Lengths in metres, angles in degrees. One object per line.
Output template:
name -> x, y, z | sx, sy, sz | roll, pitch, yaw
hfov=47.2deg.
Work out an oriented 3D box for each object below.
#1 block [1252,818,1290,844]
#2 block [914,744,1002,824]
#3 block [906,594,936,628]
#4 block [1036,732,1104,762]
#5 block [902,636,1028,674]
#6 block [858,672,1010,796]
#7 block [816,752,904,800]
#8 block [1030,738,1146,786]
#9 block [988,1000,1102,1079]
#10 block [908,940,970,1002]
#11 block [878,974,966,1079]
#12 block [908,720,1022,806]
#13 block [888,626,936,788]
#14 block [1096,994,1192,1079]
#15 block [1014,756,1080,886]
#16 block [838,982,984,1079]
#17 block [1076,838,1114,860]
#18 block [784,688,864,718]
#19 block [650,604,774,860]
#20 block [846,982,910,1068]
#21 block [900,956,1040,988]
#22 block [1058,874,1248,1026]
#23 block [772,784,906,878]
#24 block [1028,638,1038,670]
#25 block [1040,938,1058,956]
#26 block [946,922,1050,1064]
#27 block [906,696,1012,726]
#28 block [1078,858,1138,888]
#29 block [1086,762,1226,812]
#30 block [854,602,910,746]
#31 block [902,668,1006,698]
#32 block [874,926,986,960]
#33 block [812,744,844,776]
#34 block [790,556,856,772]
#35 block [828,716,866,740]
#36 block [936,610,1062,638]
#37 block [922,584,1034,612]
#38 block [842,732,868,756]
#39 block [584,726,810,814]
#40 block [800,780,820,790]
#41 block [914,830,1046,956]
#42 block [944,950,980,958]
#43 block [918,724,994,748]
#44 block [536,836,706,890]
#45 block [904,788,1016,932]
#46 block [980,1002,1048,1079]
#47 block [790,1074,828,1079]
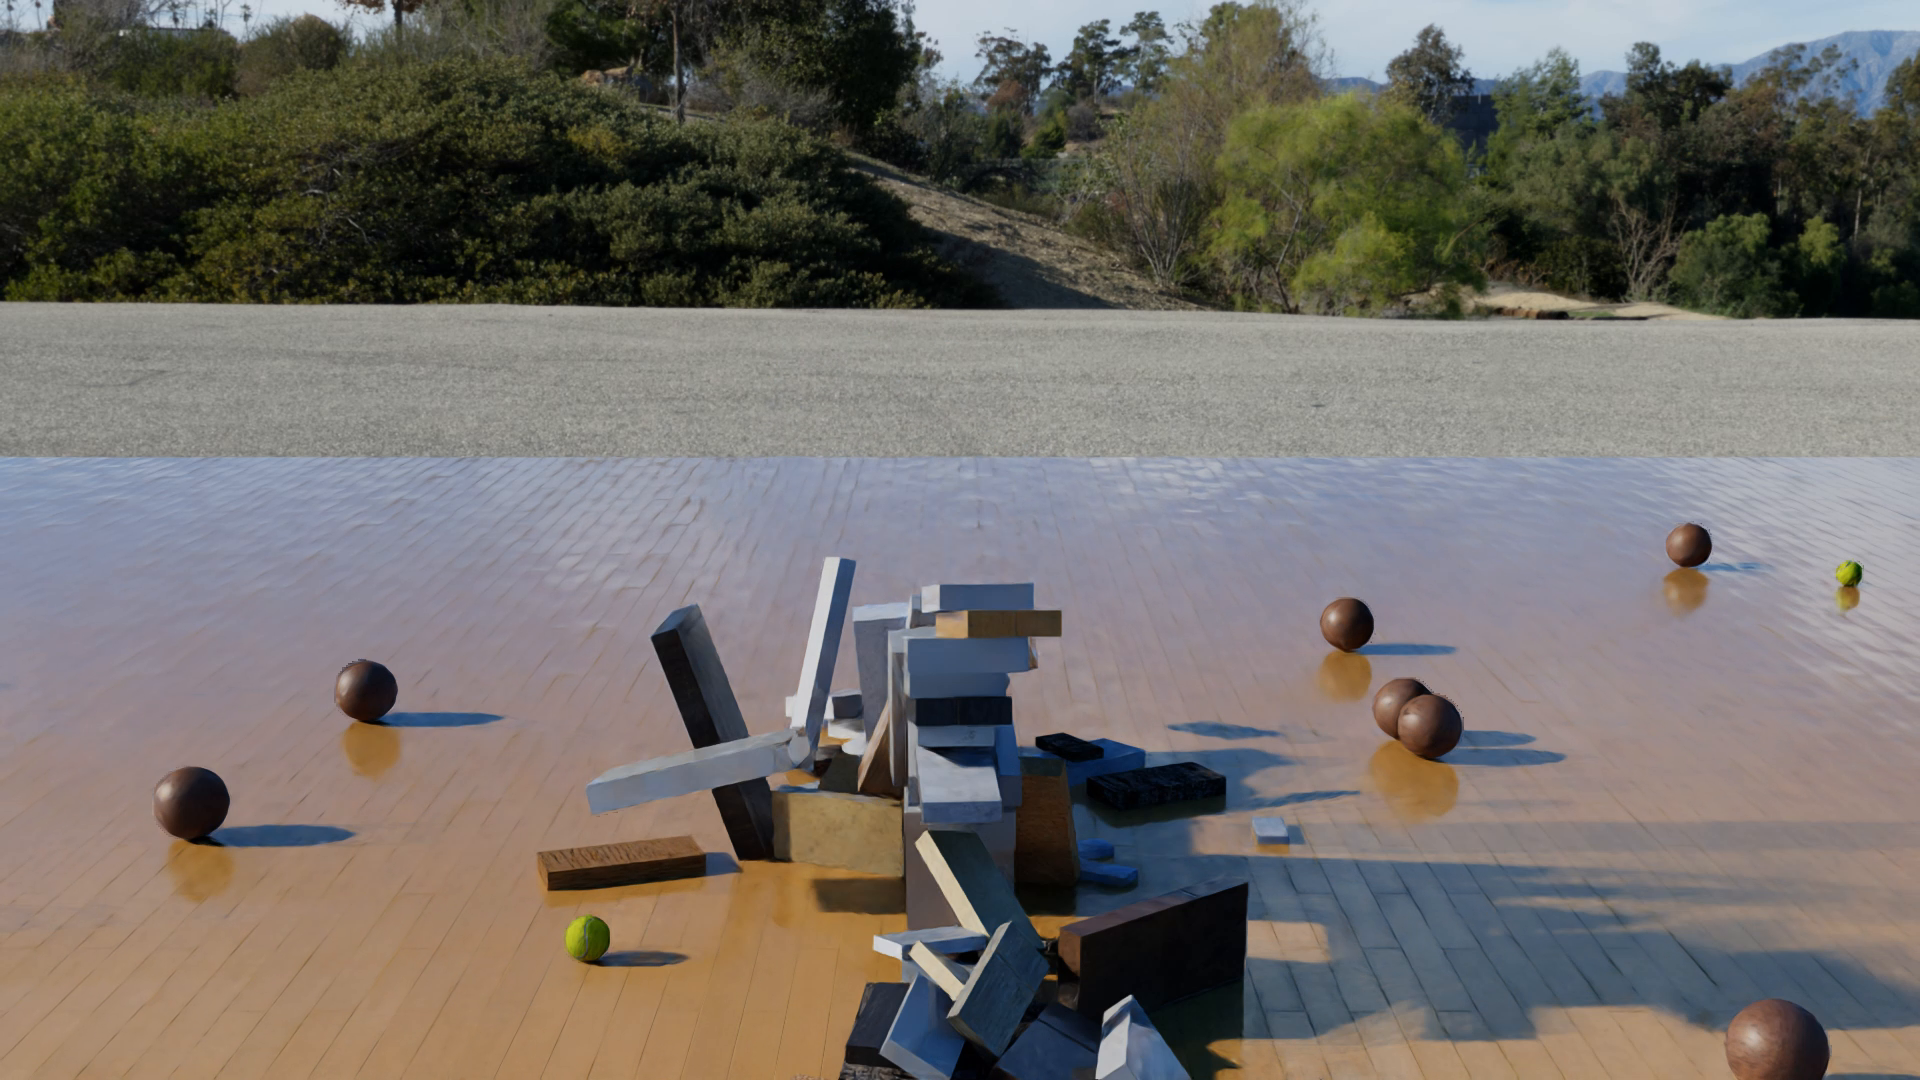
block -> 0.561, 0.525, 3.974 | 0.055, 0.016, 0.111 | 0, 11, 1
block -> -0.004, 0.340, 3.094 | 0.108, 0.030, 0.215 | -1, 16, -4
block -> -0.032, 0.205, 3.626 | 0.130, 0.259, 0.037 | 3, 38, -8
block -> 0.217, 0.413, 4.381 | 0.069, 0.020, 0.138 | -7, 12, -32
block -> 0.003, 0.164, 3.175 | 0.164, 0.047, 0.392 | -1, -2, -2
block -> -0.047, 0.311, 3.649 | 0.164, 0.329, 0.047 | 9, 45, -14
block -> -0.133, 0.450, 3.858 | 0.250, 0.035, 0.125 | 7, 50, 30
block -> 0.242, 0.443, 4.368 | 0.239, 0.034, 0.120 | -9, 14, -41
block -> 0.141, 0.680, 2.794 | 0.153, 0.043, 0.307 | 28, 10, 13
block -> -0.001, 0.568, 2.814 | 0.081, 0.023, 0.161 | 36, -4, -25
block -> -0.038, 0.603, 2.697 | 0.087, 0.025, 0.175 | 33, 18, 1
block -> 0.003, 0.322, 3.319 | 0.163, 0.046, 0.326 | 0, 14, -1
block -> -0.029, 0.265, 3.521 | 0.164, 0.329, 0.047 | -6, 45, -7
block -> 0.234, 0.673, 2.706 | 0.043, 0.153, 0.307 | -35, -1, 7
block -> 0.117, 0.466, 3.644 | 0.135, 0.272, 0.038 | 3, 42, 14
block -> -0.056, 0.649, 2.743 | 0.164, 0.046, 0.328 | 2, 15, 5
block -> 0.210, 0.545, 3.866 | 0.111, 0.016, 0.055 | -4, 11, -21
block -> -0.246, 0.342, 4.612 | 0.152, 0.043, 0.303 | -5, -1, -23
block -> -0.425, 0.336, 3.871 | 0.048, 0.427, 0.169 | -18, 11, 10
block -> -0.080, 0.608, 2.759 | 0.087, 0.025, 0.175 | 3, 15, 10
block -> 0.020, 0.615, 3.119 | 0.164, 0.046, 0.328 | 5, -6, 7
block -> 0.282, 0.601, 3.188 | 0.346, 0.153, 0.043 | -9, 15, -40
block -> -0.204, 0.502, 3.798 | 0.250, 0.125, 0.035 | 5, 13, 23
block -> 0.143, 0.216, 4.623 | 0.020, 0.069, 0.138 | -8, -24, 6
block -> 0.080, 0.611, 3.338 | 0.140, 0.020, 0.070 | 5, -9, 9
block -> 0.049, 0.563, 2.742 | 0.023, 0.081, 0.161 | -27, 19, 42
block -> -0.005, 0.246, 3.224 | 0.135, 0.038, 0.271 | 0, -2, -5
block -> 0.241, 0.567, 3.749 | 0.111, 0.016, 0.055 | 6, 12, 29
block -> 0.376, 0.471, 4.216 | 0.239, 0.034, 0.120 | -5, 12, -26
block -> -0.082, 0.262, 3.739 | 0.169, 0.337, 0.048 | -5, 29, 0
block -> -0.011, 0.209, 3.246 | 0.135, 0.038, 0.271 | 0, -2, -4
block -> -0.041, 0.555, 3.032 | 0.140, 0.020, 0.070 | 0, 3, -36
block -> -0.192, 0.435, 4.404 | 0.224, 0.032, 0.112 | -3, 9, -15
block -> -0.279, 0.244, 4.358 | 0.034, 0.421, 0.120 | 13, -3, -17
block -> -0.106, 0.384, 4.517 | 0.303, 0.043, 0.152 | 0, 3, 39
block -> 0.052, 0.119, 3.106 | 0.130, 0.037, 0.259 | 0, -2, -10
block -> 0.022, 0.083, 3.137 | 0.130, 0.037, 0.259 | 0, -2, -7
block -> -0.099, 0.438, 3.912 | 0.125, 0.035, 0.303 | -30, 41, -5
block -> -0.426, 0.375, 3.600 | 0.338, 0.048, 0.169 | -13, 3, 7
block -> -0.267, 0.488, 4.129 | 0.224, 0.032, 0.112 | -10, 14, -42
block -> 0.028, 0.509, 3.148 | 0.108, 0.030, 0.215 | 12, 35, -46
block -> -0.013, 0.582, 3.152 | 0.070, 0.020, 0.140 | 4, -7, 18
block -> -0.008, 0.280, 3.206 | 0.108, 0.030, 0.215 | -1, -2, -1
block -> -0.582, 0.554, 3.778 | 0.270, 0.032, 0.112 | -4, 11, -20
block -> 0.000, 0.500, 3.336 | 0.163, 0.326, 0.046 | 0, 43, 0
block -> 0.003, 0.677, 2.900 | 0.164, 0.046, 0.328 | 4, 8, 13
block -> -0.213, 0.732, 2.853 | 0.066, 0.019, 0.132 | 5, 11, 23
